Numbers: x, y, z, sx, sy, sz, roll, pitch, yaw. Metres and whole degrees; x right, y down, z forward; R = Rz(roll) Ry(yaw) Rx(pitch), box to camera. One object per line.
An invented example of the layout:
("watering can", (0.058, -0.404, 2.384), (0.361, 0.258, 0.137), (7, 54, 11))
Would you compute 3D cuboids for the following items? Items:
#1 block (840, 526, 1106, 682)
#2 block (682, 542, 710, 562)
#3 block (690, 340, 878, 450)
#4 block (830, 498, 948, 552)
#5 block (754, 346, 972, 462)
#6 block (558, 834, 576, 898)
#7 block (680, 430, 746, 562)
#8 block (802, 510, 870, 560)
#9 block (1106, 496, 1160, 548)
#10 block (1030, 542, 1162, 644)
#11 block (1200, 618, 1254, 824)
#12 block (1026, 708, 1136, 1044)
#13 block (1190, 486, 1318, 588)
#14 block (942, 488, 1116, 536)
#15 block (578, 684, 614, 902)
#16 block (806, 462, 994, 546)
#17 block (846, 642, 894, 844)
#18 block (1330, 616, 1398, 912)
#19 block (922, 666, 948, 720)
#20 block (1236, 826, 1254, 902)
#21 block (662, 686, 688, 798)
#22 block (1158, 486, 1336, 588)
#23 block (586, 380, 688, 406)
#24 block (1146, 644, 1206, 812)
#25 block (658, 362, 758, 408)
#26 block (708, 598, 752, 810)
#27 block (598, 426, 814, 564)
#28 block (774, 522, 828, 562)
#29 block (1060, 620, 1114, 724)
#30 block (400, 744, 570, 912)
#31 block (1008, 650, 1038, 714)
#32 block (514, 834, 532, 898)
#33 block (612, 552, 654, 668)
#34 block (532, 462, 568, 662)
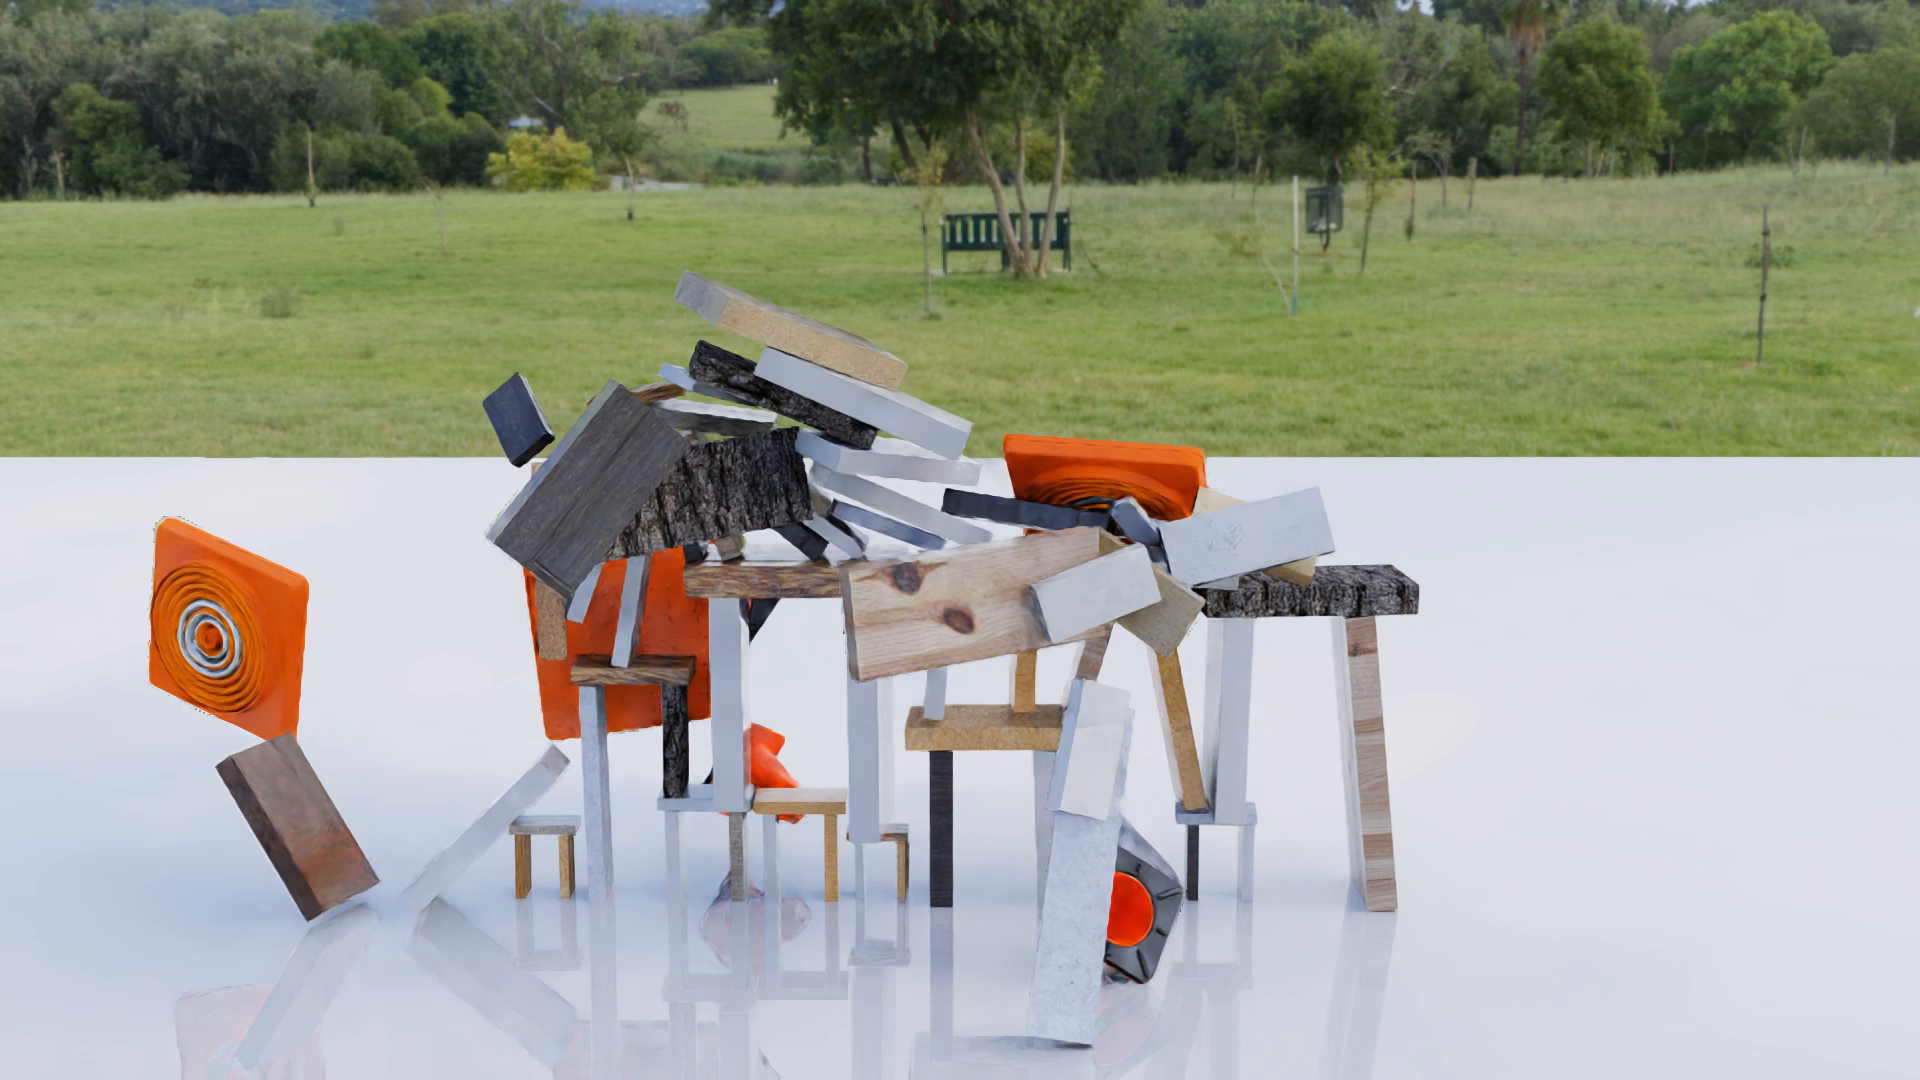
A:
("block", (0.023, 0.093, 3.303), (0.397, 0.167, 0.047), (-9, 13, -19))
("block", (-0.440, -0.069, 3.530), (0.027, 0.190, 0.095), (-10, 12, 3))
("block", (-0.272, -0.225, 3.386), (0.293, 0.042, 0.147), (22, 9, -11))
("block", (-0.117, -0.022, 3.548), (0.187, 0.025, 0.089), (20, 2, -9))
("block", (-0.145, -0.216, 3.373), (0.333, 0.047, 0.167), (23, 9, -2))
("block", (-0.655, 0.535, 3.662), (0.016, 0.111, 0.055), (0, 11, 0))
("block", (-0.398, -0.078, 3.534), (0.030, 0.210, 0.105), (-18, 11, 5))
("block", (-0.227, -0.035, 3.537), (0.177, 0.025, 0.089), (35, 10, -5))
("block", (0.280, -0.027, 3.507), (0.047, 0.094, 0.013), (-23, 29, 37))
("block", (0.206, 0.080, 3.322), (0.184, 0.092, 0.026), (-21, 16, -11))
("block", (0.435, 0.276, 3.597), (0.048, 0.340, 0.170), (1, 11, -2))
("block", (0.171, 0.465, 3.096), (0.092, 0.471, 0.026), (8, -11, 3))
("block", (0.464, -0.005, 3.478), (0.208, 0.029, 0.104), (18, 53, 1))
("block", (0.112, -0.039, 3.536), (0.264, 0.037, 0.132), (10, -2, 9))
("block", (-0.601, 0.407, 3.633), (0.027, 0.369, 0.096), (-1, 12, 0))
("block", (-0.097, -0.054, 3.521), (0.286, 0.037, 0.132), (23, 1, -19))
("block", (-0.146, 0.273, 3.609), (0.050, 0.411, 0.175), (1, 12, 6))
("block", (0.663, 0.348, 3.621), (0.048, 0.491, 0.170), (-6, 10, 1))
("block", (-0.036, 0.170, 3.587), (0.032, 0.228, 0.114), (4, 6, -3))
("block", (0.475, 0.526, 3.653), (0.019, 0.132, 0.066), (0, 11, 0))
("block", (-0.469, 0.319, 3.623), (0.027, 0.193, 0.096), (1, 11, 1))
("block", (0.446, -0.002, 3.422), (0.258, 0.104, 0.029), (-14, -7, -3))
("block", (-0.513, -0.229, 3.499), (0.153, 0.022, 0.076), (-12, 12, 0))
("block", (0.347, 0.253, 3.633), (0.035, 0.371, 0.124), (-11, 5, -2))
("block", (-0.386, -0.239, 3.397), (0.076, 0.022, 0.153), (27, 10, 34))
("block", (-0.375, 0.246, 3.592), (0.050, 0.350, 0.175), (0, 12, -1))
("block", (-0.427, -0.067, 3.363), (0.405, 0.147, 0.042), (-12, 6, -27))
("block", (-0.302, -0.052, 3.535), (0.210, 0.030, 0.105), (39, 10, -7))
("block", (0.214, 0.170, 3.559), (0.035, 0.247, 0.124), (16, 12, -1))
("block", (-0.773, 0.469, 3.592), (0.314, 0.041, 0.146), (-44, 5, 3))
("block", (0.105, 0.159, 3.578), (0.032, 0.228, 0.114), (3, 5, -4))
("block", (-0.728, 0.535, 3.662), (0.016, 0.111, 0.055), (1, 11, 0))
("block", (-0.515, 0.017, 3.558), (0.027, 0.370, 0.095), (10, 10, -1))
("block", (-0.663, 0.033, 3.550), (0.041, 0.292, 0.146), (-2, 16, -13))
